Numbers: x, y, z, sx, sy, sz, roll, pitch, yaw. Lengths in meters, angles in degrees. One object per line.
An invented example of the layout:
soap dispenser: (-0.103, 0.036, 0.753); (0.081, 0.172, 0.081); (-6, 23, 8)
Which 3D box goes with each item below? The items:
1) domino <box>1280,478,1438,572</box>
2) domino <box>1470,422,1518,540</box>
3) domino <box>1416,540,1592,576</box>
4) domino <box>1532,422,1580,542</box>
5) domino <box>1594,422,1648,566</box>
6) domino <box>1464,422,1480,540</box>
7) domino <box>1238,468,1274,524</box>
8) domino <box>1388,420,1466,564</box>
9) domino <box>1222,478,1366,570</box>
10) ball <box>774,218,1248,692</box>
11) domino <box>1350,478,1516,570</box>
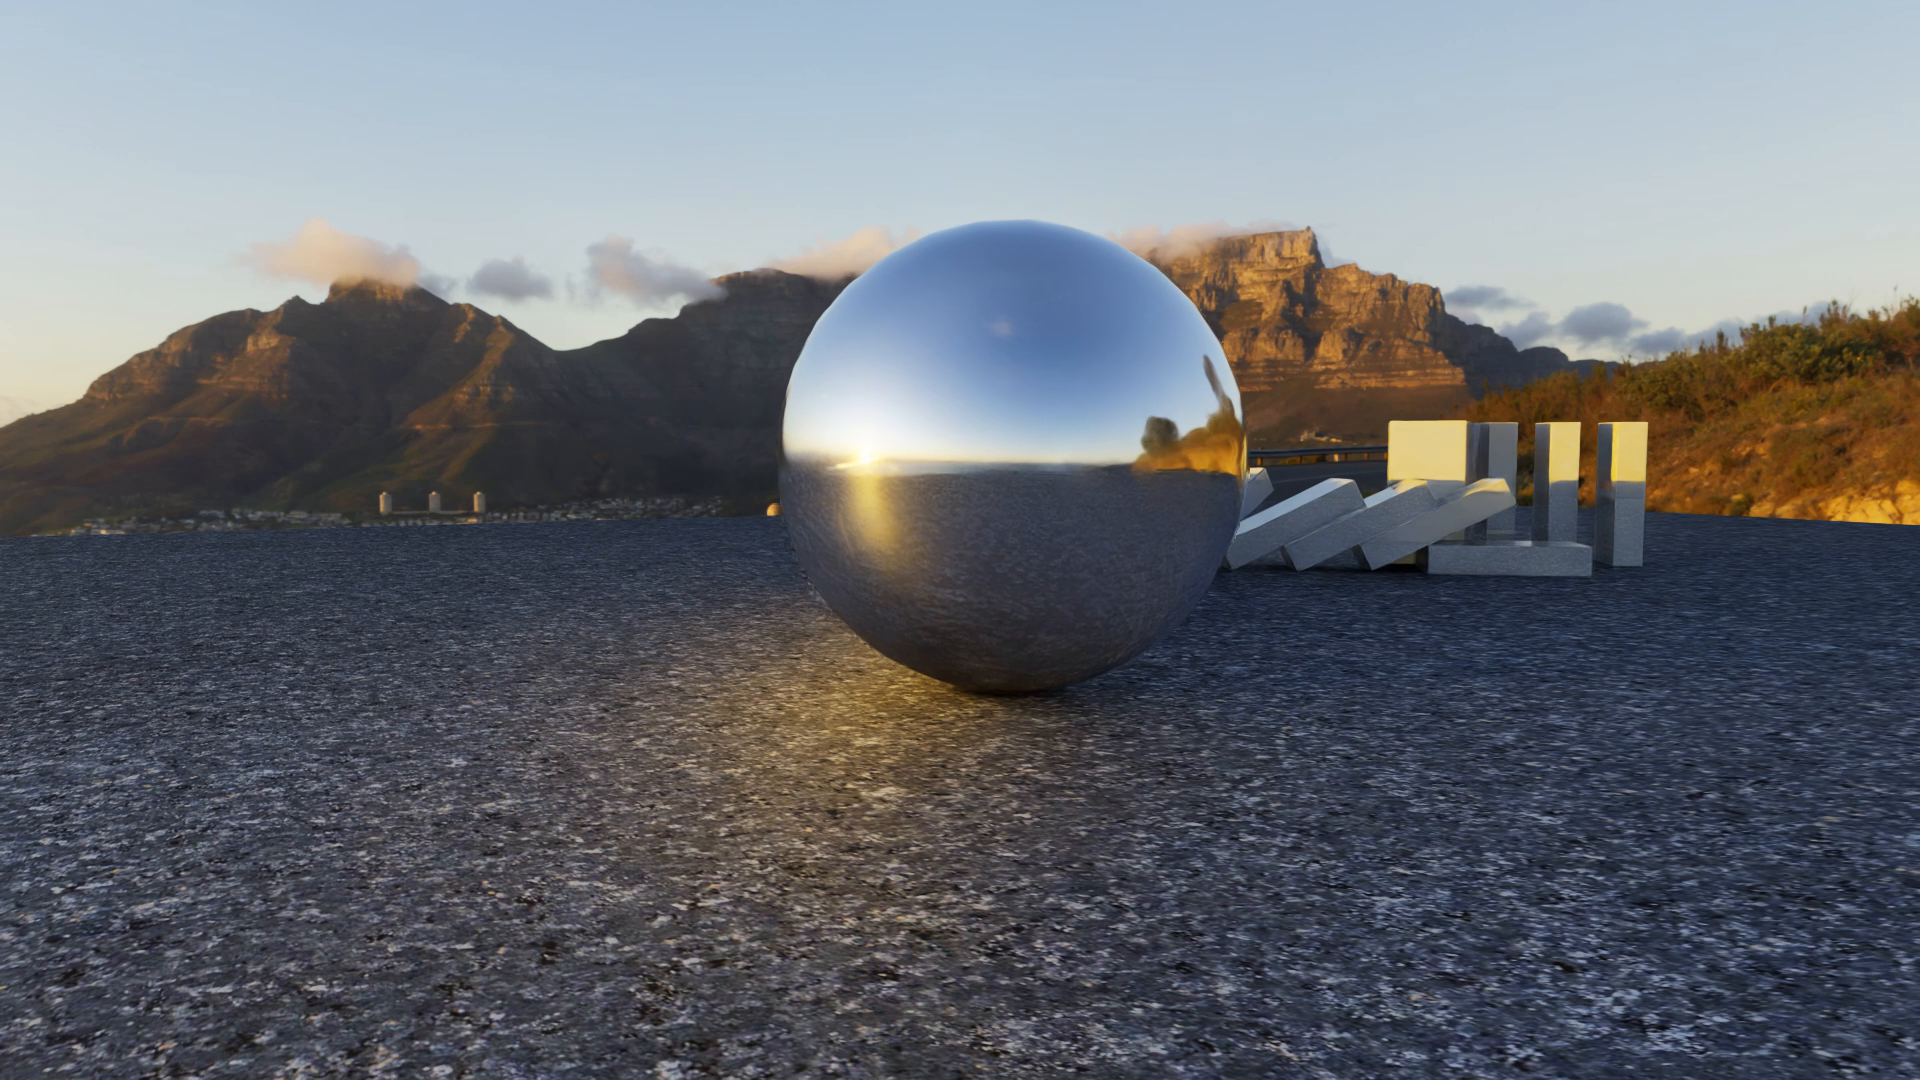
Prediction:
domino: (0.134, -0.005, 0.436); (0.050, 0.009, 0.025); (-26, 2, 8)
domino: (0.193, -0.017, 0.465); (0.009, 0.050, 0.025); (1, 4, 8)
domino: (0.180, 0.006, 0.428); (0.050, 0.010, 0.025); (1, 4, 11)
domino: (0.214, -0.017, 0.461); (0.009, 0.050, 0.025); (1, 4, 12)
domino: (0.235, -0.017, 0.457); (0.009, 0.050, 0.025); (1, 4, 12)
domino: (0.174, -0.018, 0.466); (0.010, 0.050, 0.025); (3, 3, -22)
domino: (0.085, -0.008, 0.450); (0.050, 0.009, 0.025); (-38, 23, -29)
domino: (0.163, -0.016, 0.450); (0.025, 0.050, 0.009); (1, 1, 14)
domino: (0.112, -0.006, 0.444); (0.050, 0.010, 0.025); (-26, 5, 0)
ball: (0.009, -0.014, 0.220); (0.080, 0.080, 0.080); (0, 4, 0)
domino: (0.158, -0.005, 0.431); (0.050, 0.010, 0.025); (-26, -1, 8)
